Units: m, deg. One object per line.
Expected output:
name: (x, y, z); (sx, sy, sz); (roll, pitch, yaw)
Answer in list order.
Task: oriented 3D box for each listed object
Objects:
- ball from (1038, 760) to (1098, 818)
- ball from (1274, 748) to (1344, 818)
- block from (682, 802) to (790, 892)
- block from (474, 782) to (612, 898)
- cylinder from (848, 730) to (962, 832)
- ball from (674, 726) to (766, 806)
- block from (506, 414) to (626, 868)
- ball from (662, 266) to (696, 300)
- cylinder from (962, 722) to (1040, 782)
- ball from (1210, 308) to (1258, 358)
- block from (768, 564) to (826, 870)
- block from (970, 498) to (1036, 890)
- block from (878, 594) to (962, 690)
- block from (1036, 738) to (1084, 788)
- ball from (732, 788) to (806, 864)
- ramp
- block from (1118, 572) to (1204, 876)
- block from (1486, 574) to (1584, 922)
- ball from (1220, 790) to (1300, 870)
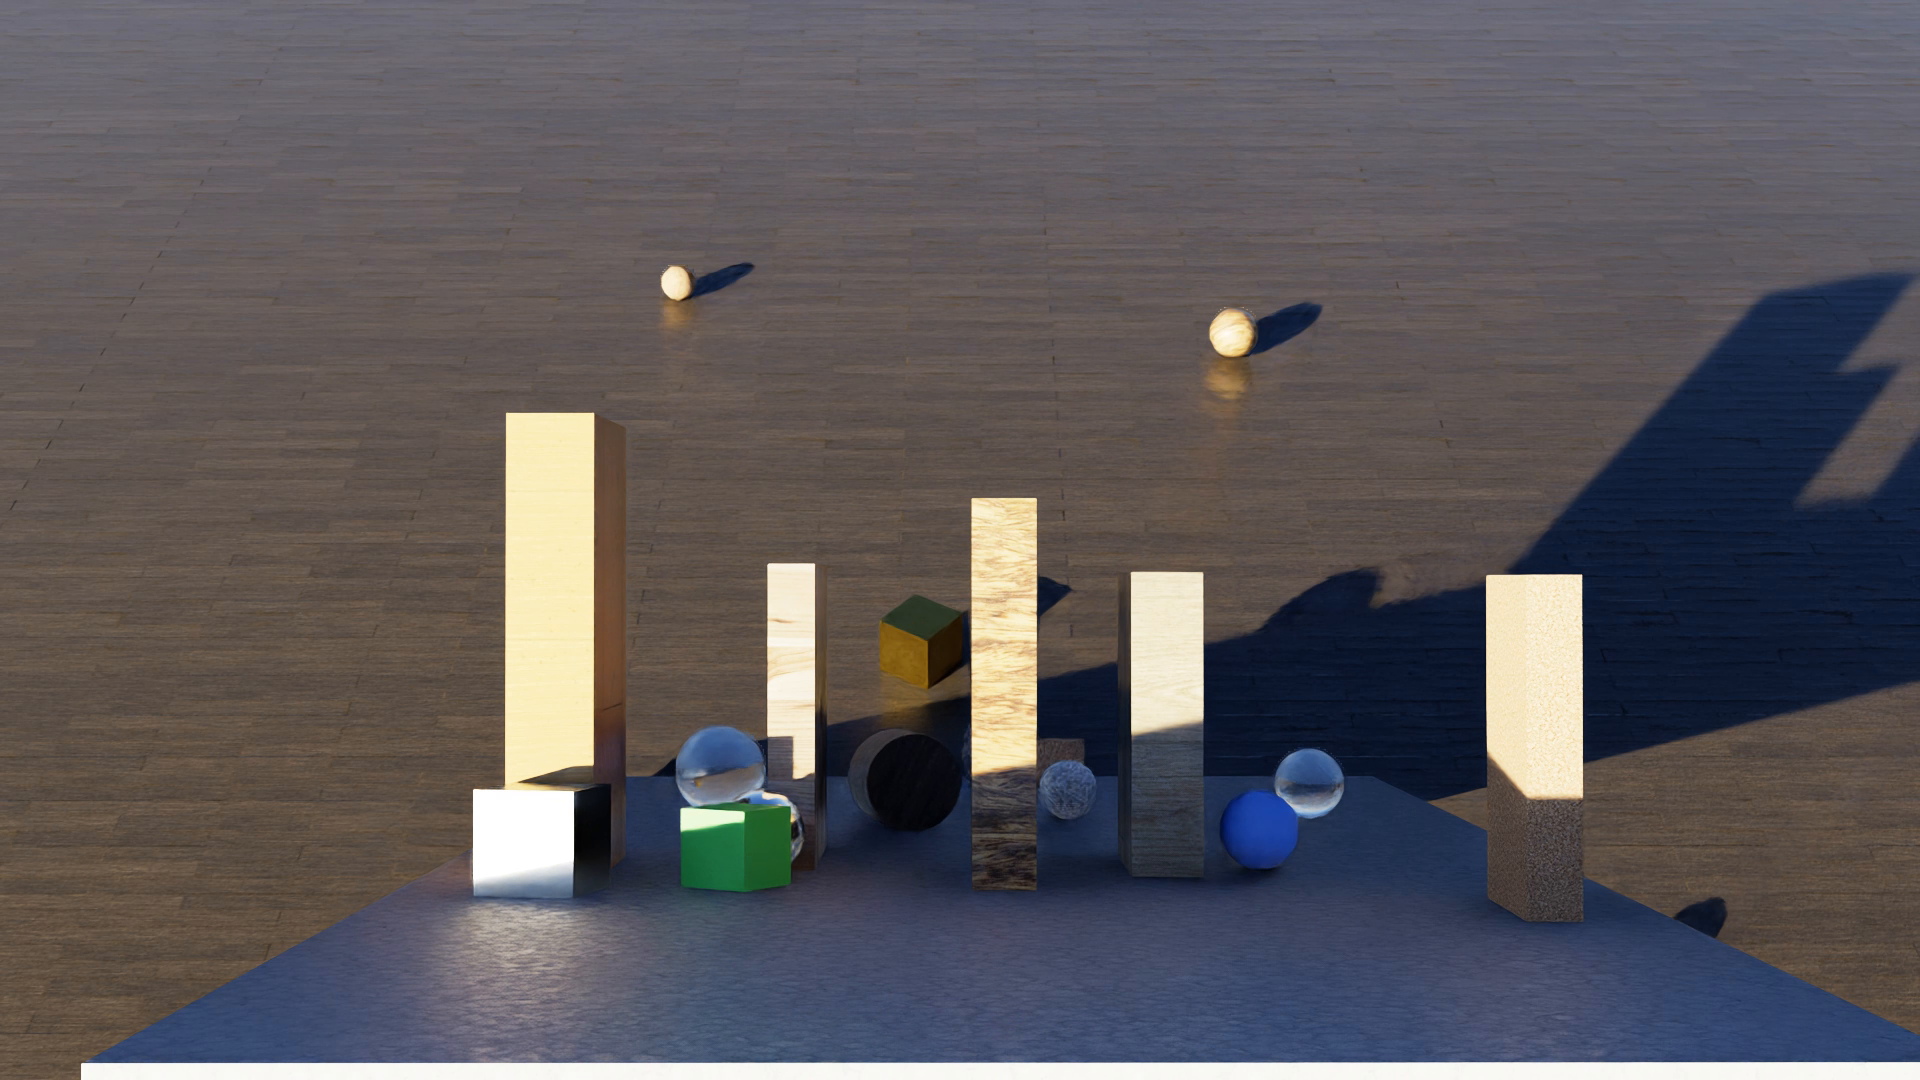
ball: (0.231, 0.533, 5.538); (0.125, 0.125, 0.125); (0, 32, 0)
ball: (0.747, 0.521, 5.549); (0.149, 0.149, 0.149); (0, 32, 0)
block: (-0.374, 0.512, 4.332); (0.131, 0.131, 0.131); (-1, -1, 32)
block: (-0.683, 0.491, 4.253); (0.171, 0.171, 0.171); (0, -1, 13)
cylinder: (-0.116, 0.495, 5.357); (0.196, 0.196, 0.196); (-9, 1, -14)
ball: (-0.520, 0.500, 5.617); (0.195, 0.195, 0.195); (0, 32, 0)
block: (-0.690, 0.185, 4.573); (0.147, 0.791, 0.426); (0, -1, 0)
ball: (-0.996, -0.910, 9.174); (0.120, 0.120, 0.120); (0, 32, 0)
cylinder: (0.104, 0.531, 6.453); (0.153, 0.153, 0.153); (0, 31, 19)
ball: (0.931, -0.703, 8.806); (0.166, 0.166, 0.166); (0, 32, 0)
block: (-0.297, 0.314, 4.767); (0.082, 0.538, 0.424); (0, -1, 0)
block: (0.073, 0.256, 4.440); (0.106, 0.644, 0.356); (0, -1, 0)
block: (-0.109, 0.284, 7.255); (0.167, 0.167, 0.167); (22, 38, 30)
block: (0.235, 0.552, 6.419); (0.114, 0.114, 0.114); (0, -1, 20)
ball: (-0.343, 0.505, 4.478); (0.150, 0.150, 0.150); (0, 32, 0)
ramp: (0.072, 0.633, 4.735); (2.000, 0.100, 4.000); (0, -1, 0)
block: (0.356, 0.320, 4.649); (0.123, 0.523, 0.384); (0, -1, 0)
block: (0.888, 0.313, 4.016); (0.083, 0.517, 0.291); (0, -1, 0)
ball: (0.527, 0.510, 4.566); (0.140, 0.140, 0.140); (0, 32, 0)
